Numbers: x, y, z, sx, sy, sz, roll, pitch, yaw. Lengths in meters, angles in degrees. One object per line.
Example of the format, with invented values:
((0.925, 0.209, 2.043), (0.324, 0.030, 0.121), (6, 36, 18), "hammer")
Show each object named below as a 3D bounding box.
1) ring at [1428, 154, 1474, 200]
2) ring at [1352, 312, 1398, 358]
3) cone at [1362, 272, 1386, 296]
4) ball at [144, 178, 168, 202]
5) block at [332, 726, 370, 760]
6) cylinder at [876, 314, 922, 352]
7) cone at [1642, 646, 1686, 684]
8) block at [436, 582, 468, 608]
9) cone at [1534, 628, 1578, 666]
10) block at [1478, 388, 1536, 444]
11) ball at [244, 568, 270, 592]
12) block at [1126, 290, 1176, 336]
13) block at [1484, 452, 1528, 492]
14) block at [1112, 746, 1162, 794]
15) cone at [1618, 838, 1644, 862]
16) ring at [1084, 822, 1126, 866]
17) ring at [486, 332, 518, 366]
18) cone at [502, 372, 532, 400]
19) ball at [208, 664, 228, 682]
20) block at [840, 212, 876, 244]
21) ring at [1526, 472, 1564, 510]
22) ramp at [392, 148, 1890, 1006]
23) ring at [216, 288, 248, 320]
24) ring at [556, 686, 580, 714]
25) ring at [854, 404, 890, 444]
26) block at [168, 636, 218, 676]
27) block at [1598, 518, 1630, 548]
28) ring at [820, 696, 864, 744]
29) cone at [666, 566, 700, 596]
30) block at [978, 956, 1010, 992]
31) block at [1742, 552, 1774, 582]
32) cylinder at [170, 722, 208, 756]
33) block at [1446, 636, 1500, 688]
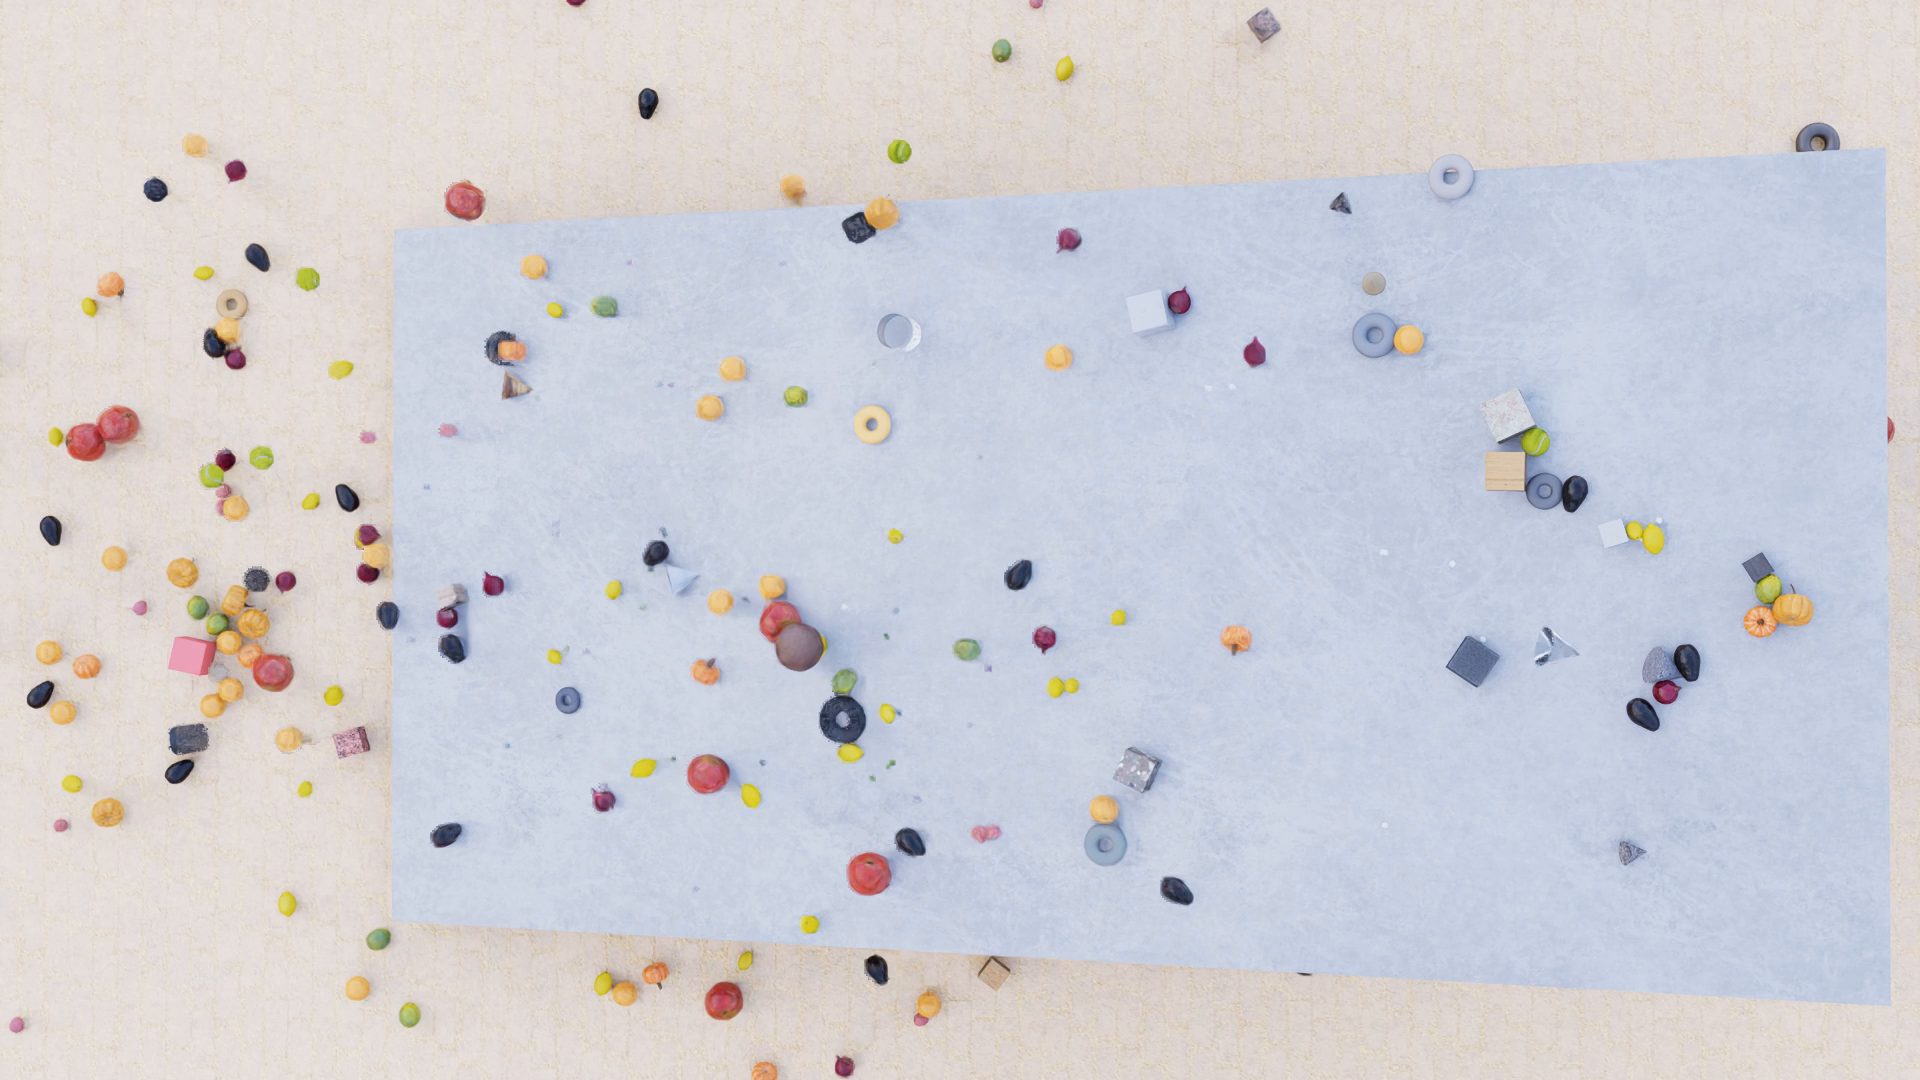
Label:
((1.212, -0.896, 5.427), (0.112, 0.037, 0.112), (0, 89, 17), "ring")
((1.034, -0.510, 5.479), (0.114, 0.038, 0.114), (0, 89, 20), "ring")
((1.026, -0.642, 5.472), (0.060, 0.060, 0.060), (0, 89, 18), "cone")
((-2.356, -1.025, 6.441), (0.068, 0.068, 0.068), (0, 89, 0), "ball")
((-1.775, 0.591, 6.415), (0.075, 0.075, 0.075), (-16, 89, 0), "block")
((-0.161, -0.551, 5.841), (0.093, 0.093, 0.093), (0, 89, 18), "cylinder")
((1.695, 0.313, 5.250), (0.092, 0.092, 0.092), (19, 89, -9), "cone")
((-1.451, 0.159, 6.271), (0.057, 0.057, 0.057), (-20, 83, 17), "block")
((1.458, 0.267, 5.327), (0.095, 0.095, 0.095), (12, 89, -9), "cone")
((1.333, -0.302, 5.346), (0.099, 0.099, 0.099), (-26, 81, 16), "block")
((-2.055, 0.118, 6.424), (0.070, 0.070, 0.070), (0, 89, 0), "ball")
((0.489, -0.581, 5.630), (0.092, 0.092, 0.092), (-13, 85, 18), "block")
((1.329, -0.166, 5.349), (0.092, 0.092, 0.092), (1, 90, 18), "block")
((0.455, 0.588, 5.628), (0.084, 0.084, 0.084), (25, 97, 17), "block")
((1.621, 0.749, 5.275), (0.059, 0.059, 0.059), (13, 89, -29), "cone")
((0.375, 0.787, 5.676), (0.114, 0.038, 0.114), (0, 91, 18), "ring")
((-1.302, -0.543, 6.244), (0.098, 0.033, 0.098), (0, 91, 13), "ring")
((-1.249, -0.431, 6.224), (0.085, 0.085, 0.085), (8, 89, -9), "cone")
((-2.167, 0.388, 6.427), (0.056, 0.056, 0.056), (0, 89, 0), "ball")
((-0.271, -0.837, 5.896), (0.060, 0.060, 0.060), (-27, 81, 21), "block")
((1.423, -0.119, 5.350), (0.091, 0.030, 0.091), (0, 89, 19), "ring")
((0.276, 0.093, 5.790), (4.000, 0.100, 2.000), (0, 89, 18), "ramp")
((-2.137, -0.691, 6.455), (0.094, 0.031, 0.094), (0, 90, -1), "ring")
((-1.100, 0.450, 6.169), (0.077, 0.026, 0.077), (-1, 88, 19), "ring")
((-0.235, -0.309, 5.893), (0.105, 0.035, 0.105), (0, 90, 17), "ring")
((-2.236, 0.337, 6.409), (0.094, 0.094, 0.094), (12, 89, 0), "block")
((1.571, -0.016, 5.286), (0.057, 0.057, 0.057), (-18, 84, 17), "block")
((-0.316, 0.483, 5.903), (0.131, 0.044, 0.131), (0, 90, 19), "ring")
((-0.755, 0.103, 6.054), (0.089, 0.089, 0.089), (-13, 89, -9), "cone")
((0.099, 1.263, 6.409), (0.068, 0.068, 0.068), (38, 89, 0), "block")
((1.882, 0.065, 5.186), (0.052, 0.052, 0.052), (-33, 80, 15), "block")
((-2.249, 0.581, 6.411), (0.083, 0.083, 0.083), (-9, 89, 0), "cylinder")
((1.253, 0.297, 5.368), (0.090, 0.090, 0.090), (35, 100, 15), "block")
